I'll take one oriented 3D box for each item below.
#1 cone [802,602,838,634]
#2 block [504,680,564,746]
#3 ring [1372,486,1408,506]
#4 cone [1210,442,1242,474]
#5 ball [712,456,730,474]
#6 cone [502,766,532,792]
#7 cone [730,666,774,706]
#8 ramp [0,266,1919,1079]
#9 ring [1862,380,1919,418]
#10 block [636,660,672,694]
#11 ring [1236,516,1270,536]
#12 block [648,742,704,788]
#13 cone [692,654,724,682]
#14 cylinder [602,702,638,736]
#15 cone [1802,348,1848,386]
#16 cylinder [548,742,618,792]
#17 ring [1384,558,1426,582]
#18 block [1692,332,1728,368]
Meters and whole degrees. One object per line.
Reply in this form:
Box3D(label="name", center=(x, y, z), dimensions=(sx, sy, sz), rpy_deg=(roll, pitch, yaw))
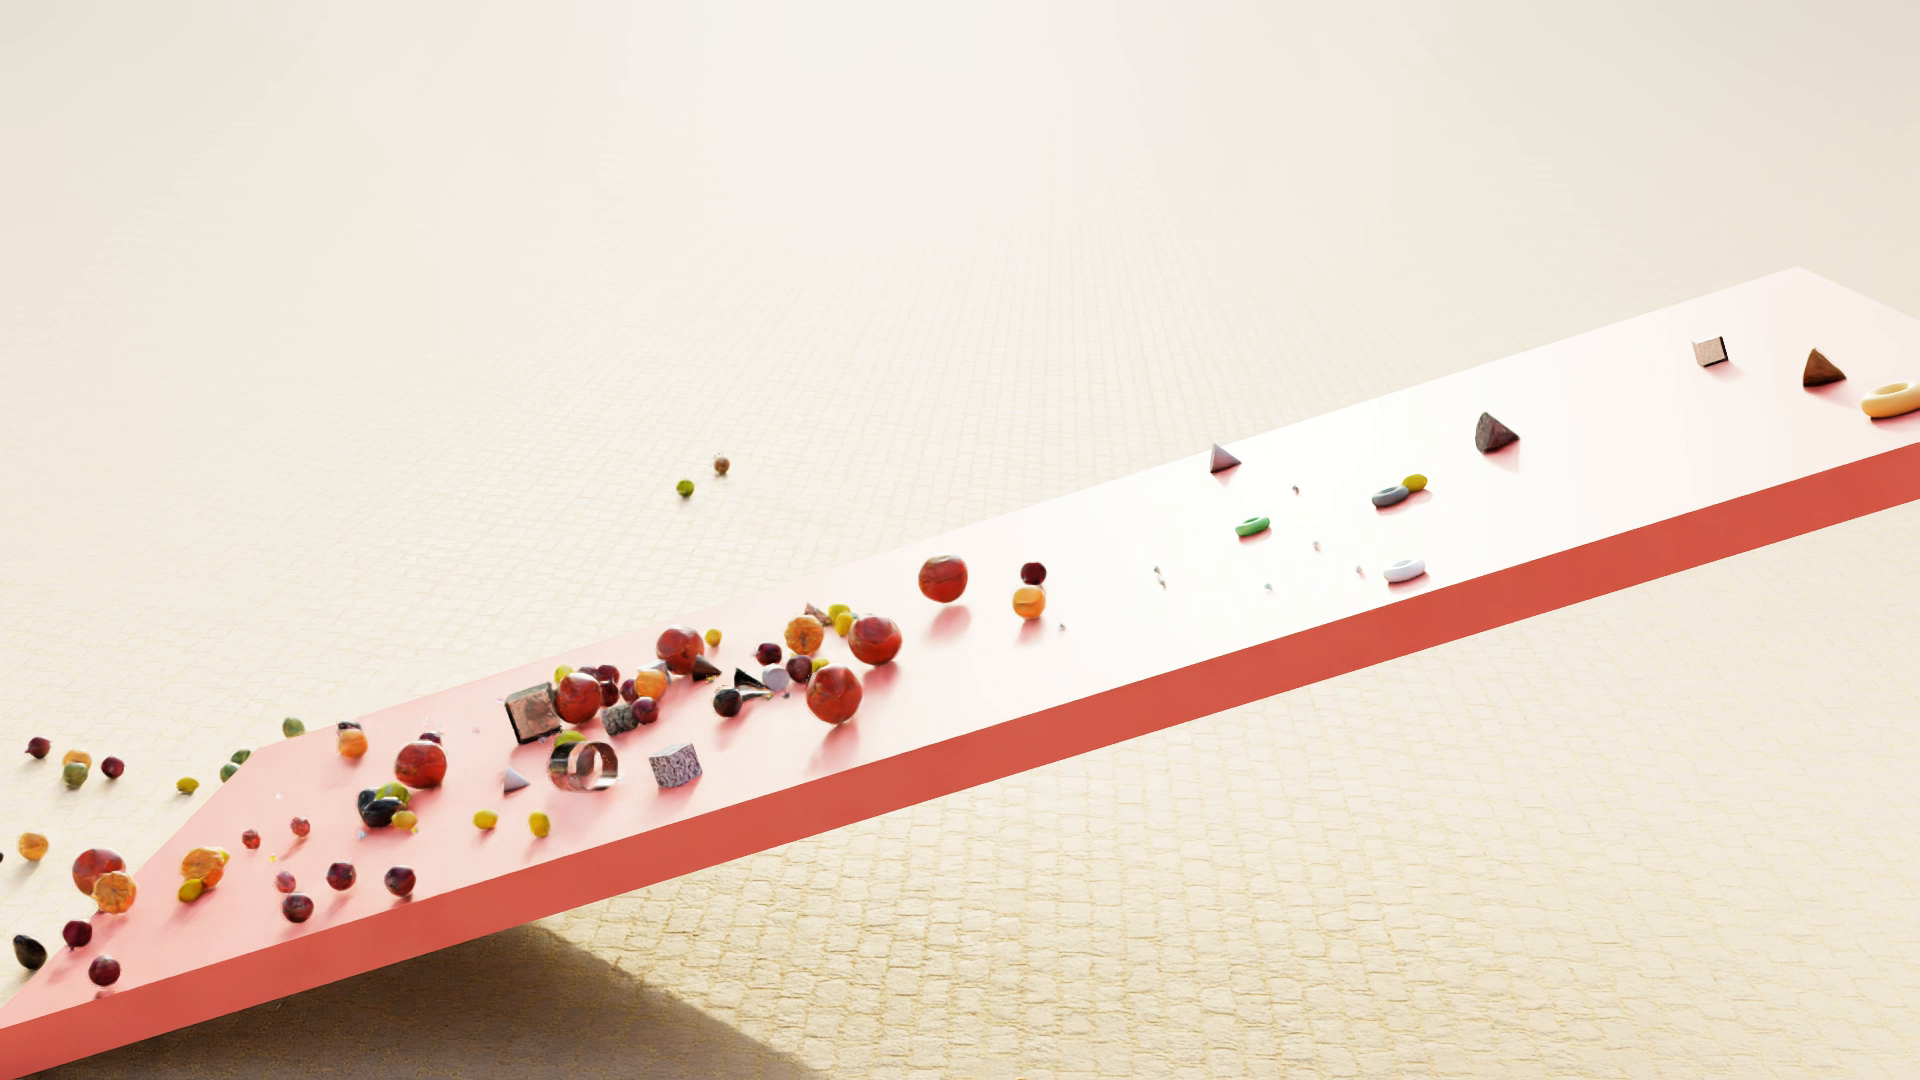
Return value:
Box3D(label="cone", center=(-0.312, 0.181, 6.653), dimensions=(0.076, 0.076, 0.076), rpy_deg=(7, 10, -10))
Box3D(label="block", center=(-0.941, 0.383, 6.509), dimensions=(0.099, 0.099, 0.099), rpy_deg=(-18, 10, -1))
Box3D(label="ring", center=(0.882, -0.090, 6.029), dimensions=(0.079, 0.026, 0.079), rpy_deg=(-19, 9, 3))
Box3D(label="cone", center=(0.632, -0.188, 6.945), dimensions=(0.074, 0.074, 0.074), rpy_deg=(8, 11, -2))
Box3D(label="ball", center=(-0.957, -0.303, 11.805), dimensions=(0.069, 0.069, 0.069), rpy_deg=(0, 12, 0))
Box3D(label="cone", center=(-0.907, 0.499, 6.062), dimensions=(0.054, 0.054, 0.054), rpy_deg=(14, 14, 8))
Box3D(label="cone", center=(-0.433, 0.312, 6.169), dimensions=(0.089, 0.089, 0.089), rpy_deg=(8, 11, -5))
Box3D(label="ramp", center=(0.102, 0.182, 6.309), dimensions=(4.000, 0.100, 2.000), rpy_deg=(-17, 10, 5))
Box3D(label="ring", center=(1.725, -0.260, 5.424), dimensions=(0.126, 0.042, 0.126), rpy_deg=(-17, 11, 3))
Box3D(label="block", center=(-0.684, 0.305, 6.593), dimensions=(0.055, 0.055, 0.055), rpy_deg=(-22, 11, -18))
Box3D(label="ring", center=(0.615, -0.030, 6.178), dimensions=(0.077, 0.026, 0.077), rpy_deg=(-19, 9, 3))
Box3D(label="block", center=(-0.548, 0.434, 5.671), dimensions=(0.064, 0.064, 0.064), rpy_deg=(-8, 15, 44))
Box3D(label="cone", center=(-0.555, 0.289, 6.526), dimensions=(0.064, 0.064, 0.064), rpy_deg=(10, 13, 6))
Box3D(label="cylinder", center=(-0.724, 0.381, 6.260), dimensions=(0.059, 0.059, 0.059), rpy_deg=(-17, 10, 7))
Box3D(label="cone", center=(1.718, -0.331, 5.818), dimensions=(0.079, 0.079, 0.079), rpy_deg=(18, 18, 25))
Box3D(label="cylinder", center=(-0.746, 0.449, 5.831), dimensions=(0.100, 0.100, 0.100), rpy_deg=(-10, 3, -40))
Box3D(label="ring", center=(0.816, 0.055, 5.397), dimensions=(0.081, 0.027, 0.081), rpy_deg=(-17, 9, 3))
Box3D(label="block", center=(1.616, -0.409, 6.337), dimensions=(0.055, 0.055, 0.055), rpy_deg=(-18, 10, 3))
